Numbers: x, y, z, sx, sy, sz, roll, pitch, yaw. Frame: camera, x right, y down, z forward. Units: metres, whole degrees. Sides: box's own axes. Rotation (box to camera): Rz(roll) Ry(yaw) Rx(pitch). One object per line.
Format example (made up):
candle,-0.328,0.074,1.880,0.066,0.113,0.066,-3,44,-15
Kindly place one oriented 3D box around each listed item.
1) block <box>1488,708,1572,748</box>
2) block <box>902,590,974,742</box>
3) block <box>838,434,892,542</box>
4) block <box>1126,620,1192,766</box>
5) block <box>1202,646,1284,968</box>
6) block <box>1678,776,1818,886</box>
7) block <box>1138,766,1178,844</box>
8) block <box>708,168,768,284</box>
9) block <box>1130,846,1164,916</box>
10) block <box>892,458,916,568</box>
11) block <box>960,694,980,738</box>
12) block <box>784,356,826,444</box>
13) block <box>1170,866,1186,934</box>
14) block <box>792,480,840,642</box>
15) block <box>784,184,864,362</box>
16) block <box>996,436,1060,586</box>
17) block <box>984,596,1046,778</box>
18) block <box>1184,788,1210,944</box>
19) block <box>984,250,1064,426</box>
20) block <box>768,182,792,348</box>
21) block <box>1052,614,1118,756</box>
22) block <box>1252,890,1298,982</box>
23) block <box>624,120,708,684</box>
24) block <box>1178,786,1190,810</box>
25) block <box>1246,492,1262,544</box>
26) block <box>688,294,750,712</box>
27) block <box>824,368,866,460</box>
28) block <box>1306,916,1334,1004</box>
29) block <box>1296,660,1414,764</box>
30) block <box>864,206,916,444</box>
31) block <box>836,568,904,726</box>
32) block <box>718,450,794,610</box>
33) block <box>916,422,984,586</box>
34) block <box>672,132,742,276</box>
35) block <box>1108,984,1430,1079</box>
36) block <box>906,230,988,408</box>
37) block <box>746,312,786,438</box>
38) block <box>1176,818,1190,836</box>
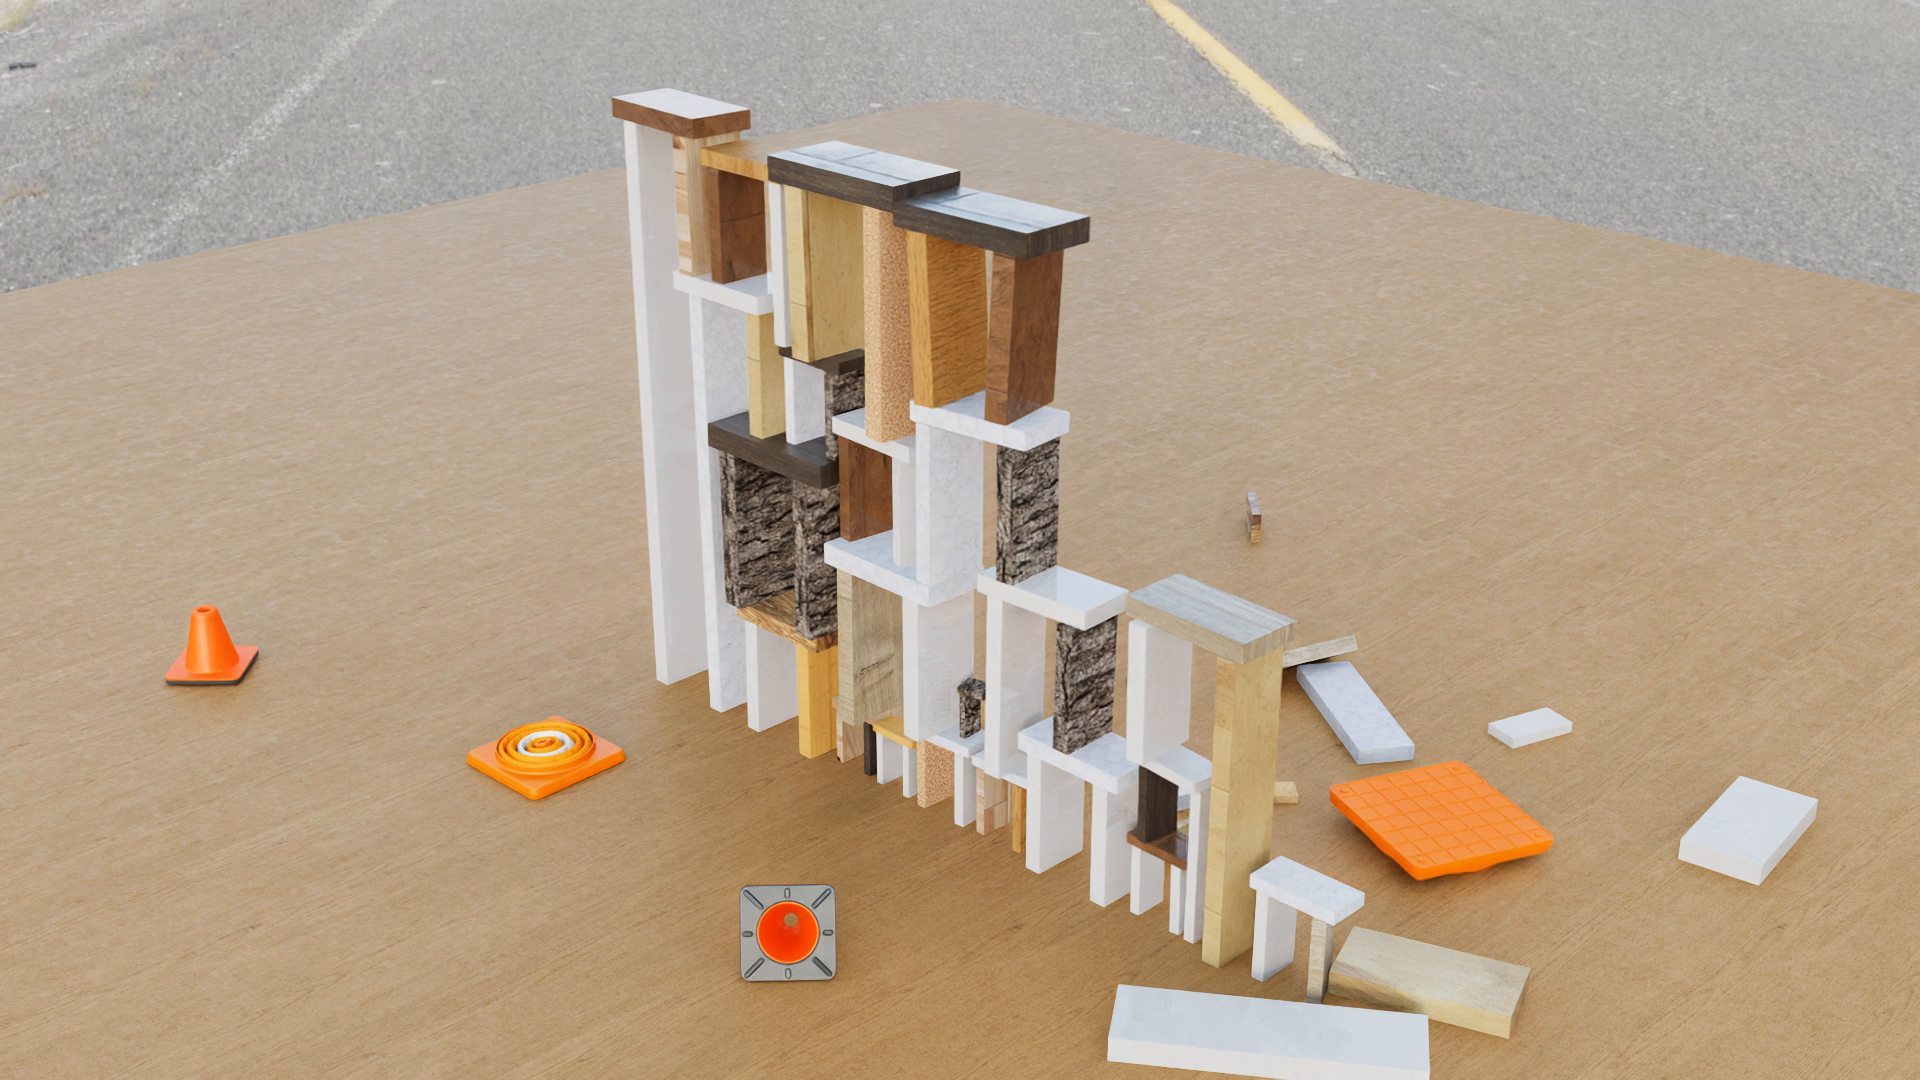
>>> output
block,1.237,0.407,4.772,0.163,0.023,0.081,-12,26,-25
block,-0.042,0.234,4.356,0.151,0.302,0.043,-20,30,-39
block,-0.185,-0.121,4.400,0.115,0.230,0.033,-17,29,-35
block,0.357,0.254,3.934,0.039,0.272,0.136,20,31,39
block,0.498,0.463,3.880,0.039,0.615,0.136,21,31,40
block,1.563,0.572,4.355,0.159,0.045,0.319,17,28,35
block,0.363,0.472,4.028,0.079,0.158,0.022,-17,28,-34
block,-0.446,-0.640,4.414,0.117,0.233,0.033,-21,31,-40
block,0.351,0.623,4.109,0.020,0.143,0.072,21,31,41
block,-0.072,-0.069,4.278,0.115,0.230,0.033,-11,26,-25
block,0.020,0.341,4.366,0.014,0.097,0.049,19,29,37
block,-0.310,-0.291,4.444,0.090,0.181,0.026,-21,31,-41
block,0.417,0.648,4.049,0.020,0.143,0.072,18,29,38
block,-0.256,0.018,4.519,0.174,0.348,0.049,-18,29,-37
block,-0.251,-0.534,4.277,0.172,0.345,0.049,-21,29,-40
block,0.126,-0.064,4.075,0.038,0.270,0.135,19,29,37
block,0.107,0.264,4.228,0.037,0.379,0.130,20,30,38
block,0.447,0.577,3.991,0.079,0.321,0.022,-21,31,-40
block,0.116,-0.387,3.970,0.046,0.328,0.164,18,29,30
block,-0.316,-0.554,4.341,0.117,0.333,0.033,-21,31,-40
block,0.233,0.258,4.088,0.037,0.259,0.130,22,31,39
block,0.561,0.688,3.910,0.025,0.179,0.090,21,31,41
block,-0.626,-0.286,4.794,0.040,1.282,0.142,21,31,41
block,0.378,0.493,4.554,0.123,0.035,0.247,-12,26,-25
block,0.773,-0.061,5.800,0.023,0.081,0.163,1,23,1
block,-0.495,-0.084,4.731,0.038,0.960,0.134,21,30,40
block,-0.225,-0.257,4.364,0.090,0.181,0.026,-21,31,-41
block,0.632,0.716,3.844,0.025,0.179,0.090,8,24,18
block,0.864,0.375,4.832,0.123,0.035,0.410,-4,23,-10
block,-0.097,-0.420,4.147,0.172,0.453,0.049,-18,29,-36
block,-0.179,0.197,4.495,0.043,0.341,0.151,21,31,40
block,-0.420,-0.044,4.664,0.174,0.348,0.049,-21,31,-40
block,-0.019,-0.083,4.192,0.135,0.324,0.038,-18,30,-37
block,-0.508,-0.690,4.468,0.142,0.284,0.040,-21,31,-41
block,0.522,0.842,3.719,0.528,0.045,0.159,4,23,9
block,-0.020,-0.423,4.057,0.046,0.328,0.164,15,27,38
block,-0.367,-0.352,4.475,0.038,0.268,0.134,22,31,40
block,0.417,0.588,4.301,0.116,0.058,0.016,-19,30,-38
